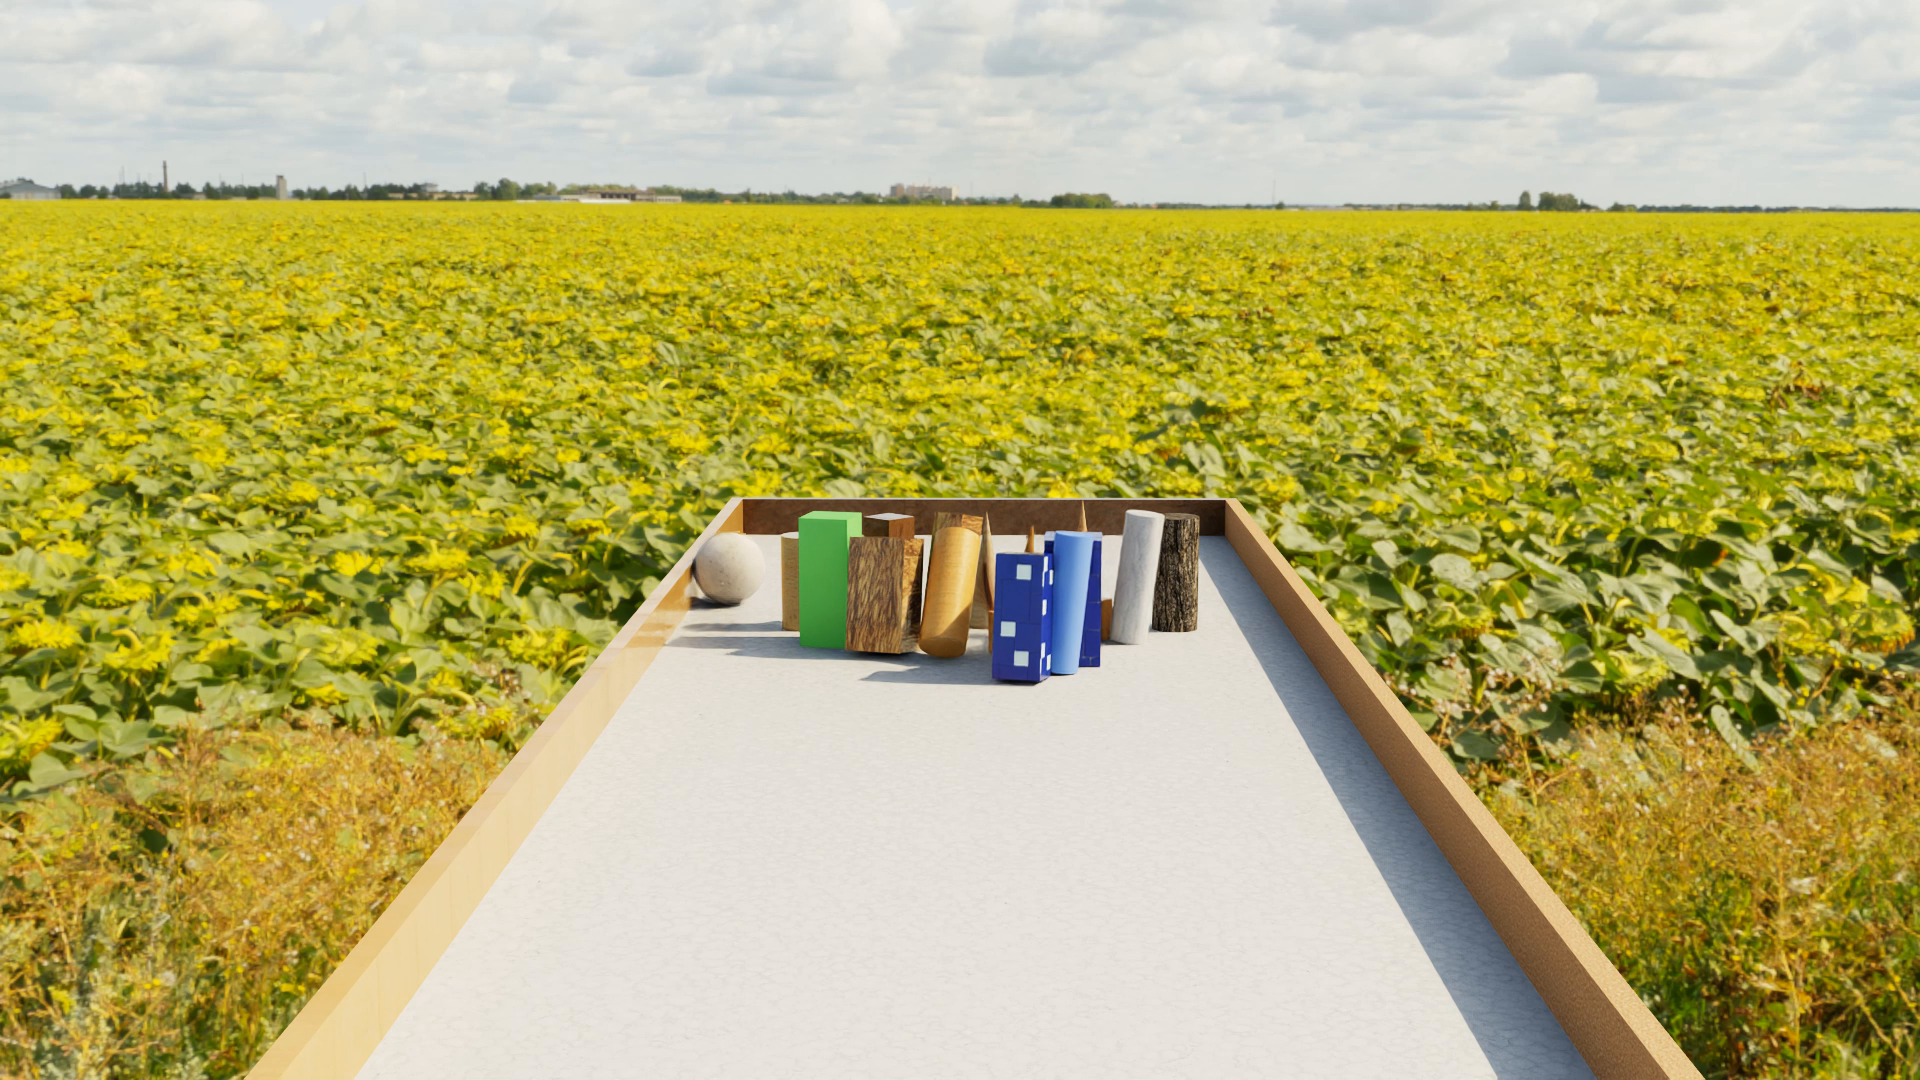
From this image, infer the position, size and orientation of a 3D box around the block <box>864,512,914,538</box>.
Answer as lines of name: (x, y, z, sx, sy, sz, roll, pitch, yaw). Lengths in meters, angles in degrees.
block: (-0.232, 0.102, 7.204, 0.117, 0.363, 0.117, 8, 12, 43)

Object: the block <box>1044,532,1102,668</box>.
block: (0.342, 0.178, 6.654, 0.171, 0.385, 0.171, 1, 9, 4)

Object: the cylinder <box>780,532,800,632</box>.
cylinder: (-0.513, 0.135, 7.178, 0.141, 0.306, 0.141, 0, 9, 0)

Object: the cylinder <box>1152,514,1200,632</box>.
cylinder: (0.702, 0.106, 7.162, 0.149, 0.369, 0.149, 0, 9, 0)

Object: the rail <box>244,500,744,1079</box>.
rail: (-1.004, 0.839, 3.234, 0.050, 0.150, 12.000, 0, 9, 1)

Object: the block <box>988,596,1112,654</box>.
block: (0.286, 0.267, 6.906, 0.130, 0.130, 0.432, 9, 13, 44)

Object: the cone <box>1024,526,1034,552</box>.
cone: (0.213, 0.124, 6.988, 0.124, 0.378, 0.124, 5, 11, -1)

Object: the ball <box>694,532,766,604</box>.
ball: (-0.797, 0.098, 7.599, 0.249, 0.249, 0.249, 0, 9, 0)

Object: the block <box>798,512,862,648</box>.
block: (-0.407, 0.124, 6.929, 0.158, 0.407, 0.158, 2, 9, 14)

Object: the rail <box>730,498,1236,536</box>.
rail: (0.099, -0.098, 9.147, 2.100, 0.150, 0.050, 0, 9, 1)

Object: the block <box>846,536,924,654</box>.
block: (-0.231, 0.166, 6.783, 0.179, 0.347, 0.179, 3, 2, 18)

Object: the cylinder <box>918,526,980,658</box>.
cylinder: (-0.030, 0.160, 6.756, 0.144, 0.378, 0.144, 6, -27, 3)

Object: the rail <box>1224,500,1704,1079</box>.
rail: (1.046, 0.843, 3.208, 0.050, 0.150, 12.000, 0, 9, 1)

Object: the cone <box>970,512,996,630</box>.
cone: (0.087, 0.093, 7.200, 0.133, 0.383, 0.133, 0, 9, 0)

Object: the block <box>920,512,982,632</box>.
block: (-0.027, 0.115, 6.982, 0.110, 0.394, 0.110, 7, -1, 36)

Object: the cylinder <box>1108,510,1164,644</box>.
cylinder: (0.557, 0.116, 6.940, 0.122, 0.407, 0.122, 7, 10, -1)

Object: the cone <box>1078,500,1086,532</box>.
cone: (0.401, 0.072, 7.212, 0.116, 0.420, 0.116, 0, 9, 0)

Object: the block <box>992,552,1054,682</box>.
block: (0.184, 0.220, 6.413, 0.142, 0.363, 0.142, 2, 3, 14)

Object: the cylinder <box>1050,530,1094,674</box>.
cylinder: (0.315, 0.184, 6.504, 0.114, 0.410, 0.114, 6, 8, -1)
